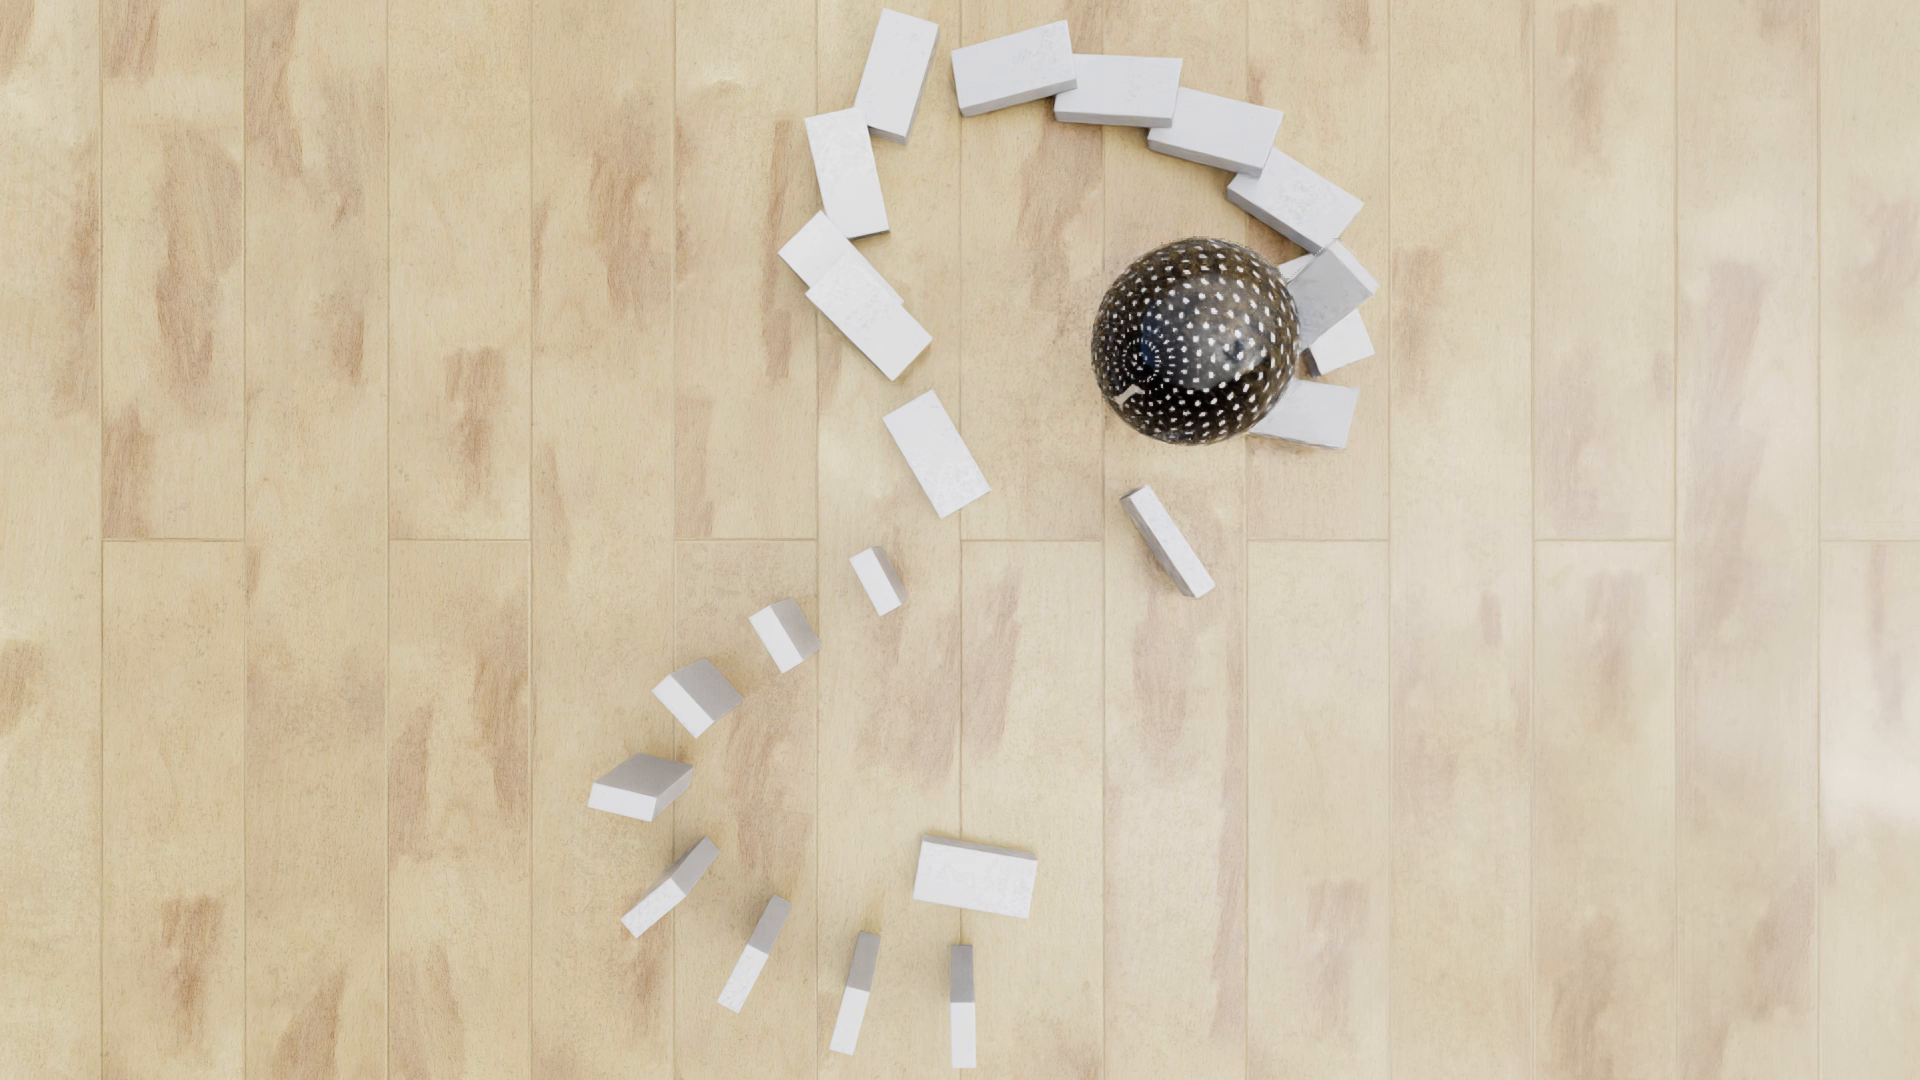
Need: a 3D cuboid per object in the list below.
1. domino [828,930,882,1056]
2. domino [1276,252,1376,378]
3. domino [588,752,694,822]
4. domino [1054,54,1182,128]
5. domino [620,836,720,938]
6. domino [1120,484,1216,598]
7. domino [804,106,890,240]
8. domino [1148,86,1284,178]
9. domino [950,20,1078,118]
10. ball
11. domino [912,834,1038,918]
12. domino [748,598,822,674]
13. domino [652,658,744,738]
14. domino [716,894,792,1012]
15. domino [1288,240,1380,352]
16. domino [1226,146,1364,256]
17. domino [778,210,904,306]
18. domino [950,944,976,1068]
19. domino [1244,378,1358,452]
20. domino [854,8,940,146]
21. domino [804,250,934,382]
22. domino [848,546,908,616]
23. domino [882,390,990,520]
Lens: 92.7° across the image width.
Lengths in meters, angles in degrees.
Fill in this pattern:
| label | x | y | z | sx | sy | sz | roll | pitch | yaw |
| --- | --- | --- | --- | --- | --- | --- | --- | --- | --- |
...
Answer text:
| label | x | y | z | sx | sy | sz | roll | pitch | yaw |
| --- | --- | --- | --- | --- | --- | --- | --- | --- | --- |
| domino | -0.042 | 0.184 | 0.375 | 0.009 | 0.050 | 0.025 | 15 | 90 | 0 |
| domino | 0.156 | -0.098 | 0.395 | 0.025 | 0.009 | 0.050 | -22 | 90 | 0 |
| domino | -0.129 | 0.100 | 0.375 | 0.025 | 0.050 | 0.010 | 13 | 90 | 0 |
| domino | 0.067 | -0.191 | 0.390 | 0.050 | 0.009 | 0.025 | 10 | 90 | 13 |
| domino | -0.117 | 0.141 | 0.375 | 0.025 | 0.050 | 0.009 | -40 | 90 | 0 |
| domino | 0.087 | 0.001 | 0.388 | 0.009 | 0.025 | 0.050 | -34 | 90 | 0 |
| domino | -0.048 | -0.155 | 0.390 | 0.025 | 0.009 | 0.050 | -12 | 102 | 0 |
| domino | 0.108 | -0.174 | 0.390 | 0.050 | 0.009 | 0.025 | 21 | 90 | 13 |
| domino | 0.023 | -0.200 | 0.390 | 0.050 | 0.009 | 0.025 | -9 | 89 | 12 |
| ball | 0.092 | -0.077 | 0.360 | 0.080 | 0.080 | 0.080 | 0 | 90 | 0 |
| domino | 0.006 | 0.145 | 0.395 | 0.050 | 0.009 | 0.025 | 10 | 90 | 0 |
| domino | -0.070 | 0.038 | 0.375 | 0.010 | 0.050 | 0.025 | -31 | 90 | 0 |
| domino | -0.106 | 0.064 | 0.375 | 0.009 | 0.050 | 0.025 | -43 | 90 | 0 |
| domino | -0.083 | 0.168 | 0.375 | 0.010 | 0.050 | 0.025 | 28 | 90 | 0 |
| domino | 0.143 | -0.096 | 0.377 | 0.025 | 0.050 | 0.010 | 47 | 52 | 0 |
| domino | 0.142 | -0.145 | 0.390 | 0.050 | 0.009 | 0.025 | 39 | 90 | 12 |
| domino | -0.050 | -0.111 | 0.389 | 0.025 | 0.009 | 0.050 | -45 | 105 | 0 |
| domino | 0.001 | 0.189 | 0.375 | 0.009 | 0.050 | 0.025 | -1 | 90 | 0 |
| domino | 0.139 | -0.055 | 0.387 | 0.050 | 0.010 | 0.025 | 14 | 90 | 19 |
| domino | -0.028 | -0.200 | 0.395 | 0.025 | 0.009 | 0.050 | 17 | 90 | 0 |
| domino | -0.038 | -0.094 | 0.385 | 0.050 | 0.010 | 0.025 | 44 | 90 | -15 |
| domino | -0.032 | 0.016 | 0.375 | 0.010 | 0.050 | 0.025 | -28 | 90 | 0 |
| domino | -0.010 | -0.037 | 0.395 | 0.025 | 0.009 | 0.050 | -30 | 90 | 0 |
